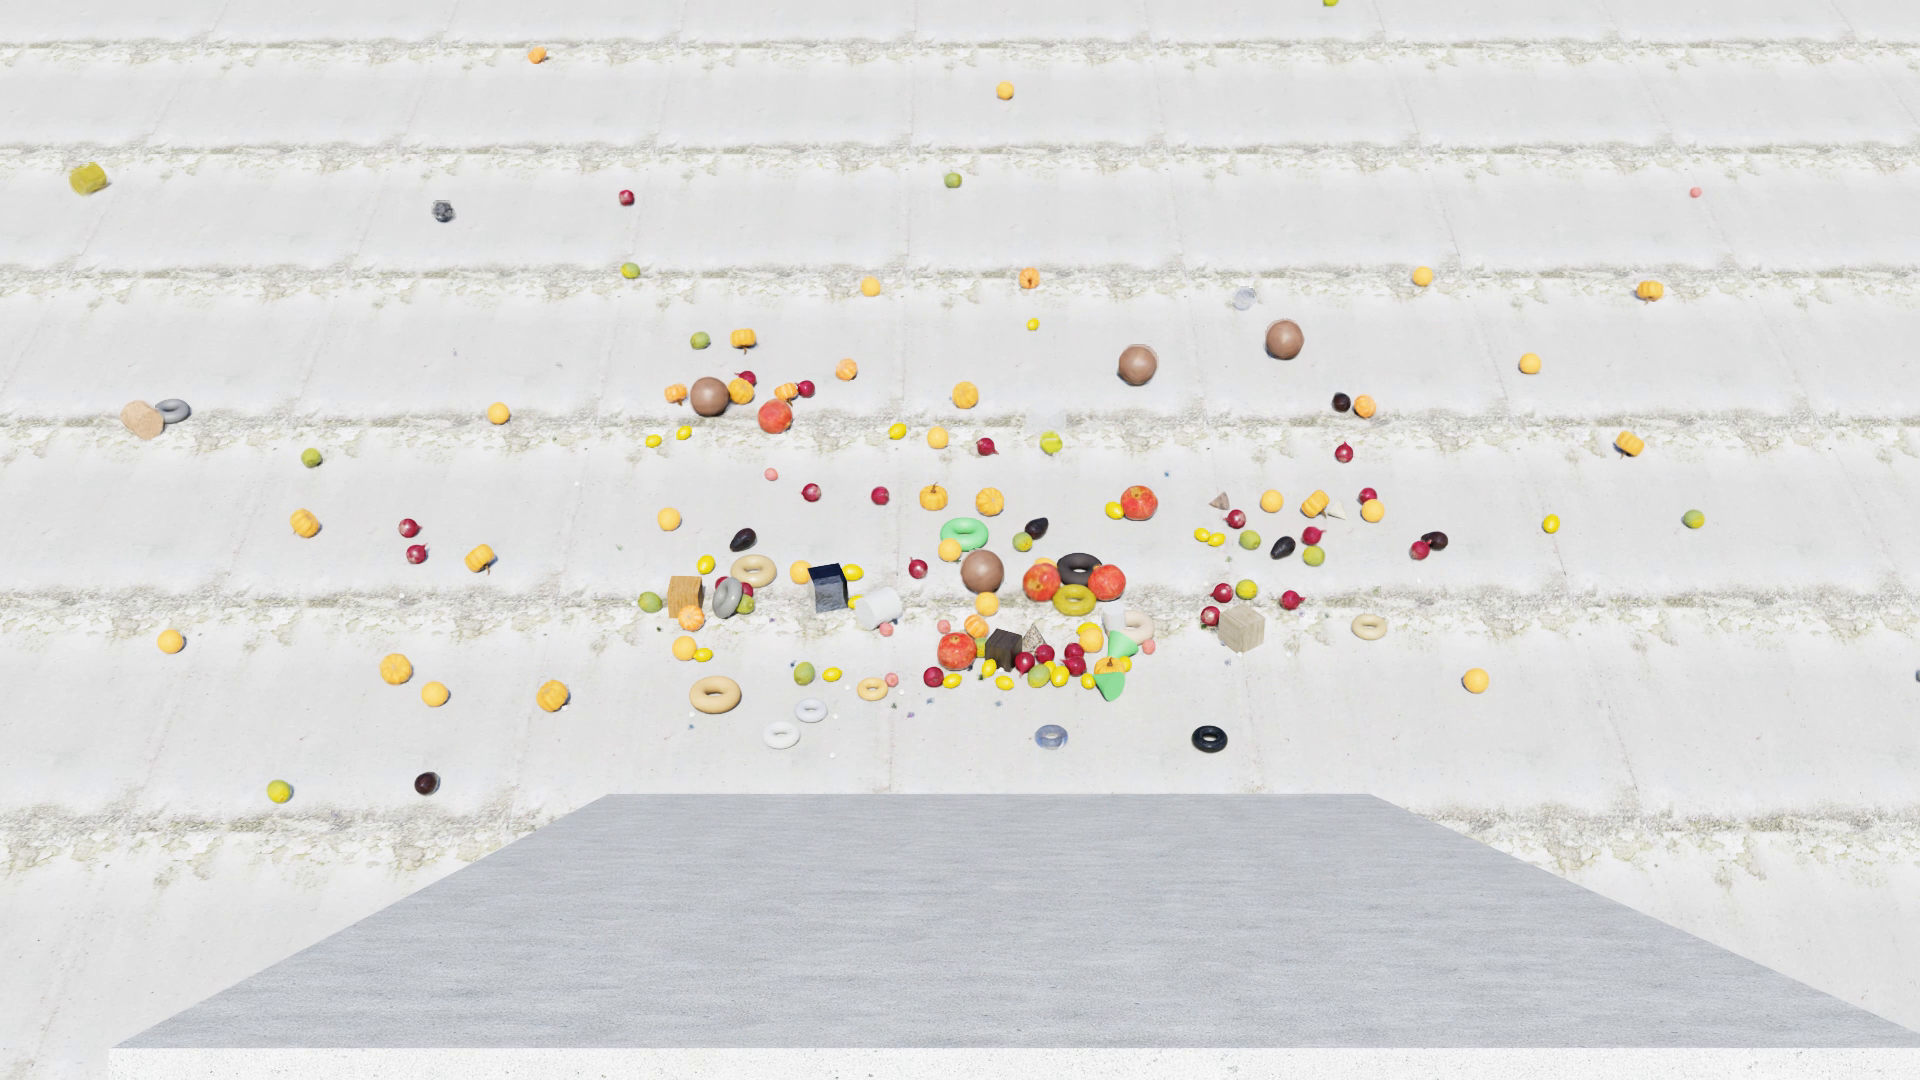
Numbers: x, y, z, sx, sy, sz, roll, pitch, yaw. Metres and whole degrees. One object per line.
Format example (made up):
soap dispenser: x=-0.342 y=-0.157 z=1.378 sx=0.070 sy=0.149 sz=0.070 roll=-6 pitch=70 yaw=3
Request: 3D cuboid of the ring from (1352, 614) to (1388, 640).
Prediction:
ring: x=1.187 y=0.252 z=7.529 sx=0.104 sy=0.035 sz=0.104 roll=0 pitch=36 yaw=0

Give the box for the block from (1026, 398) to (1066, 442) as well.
block: x=0.279 y=-0.390 z=8.411 sx=0.092 sy=0.092 sz=0.092 roll=29 pitch=44 yaw=35

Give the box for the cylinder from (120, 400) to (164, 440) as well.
cylinder: x=-2.647 y=-0.388 z=8.403 sx=0.098 sy=0.098 sz=0.098 roll=-28 pitch=43 yaw=-34

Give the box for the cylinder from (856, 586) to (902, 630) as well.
cylinder: x=-0.236 y=0.198 z=7.552 sx=0.098 sy=0.098 sz=0.098 roll=-24 pitch=41 yaw=-31

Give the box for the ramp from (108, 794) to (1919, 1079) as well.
ramp: x=0.076 y=0.659 z=4.815 sx=2.000 sy=0.100 sz=4.000 roll=0 pitch=-2 yaw=0

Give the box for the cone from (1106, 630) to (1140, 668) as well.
cone: x=0.443 y=0.328 z=7.410 sx=0.099 sy=0.099 sz=0.099 roll=24 pitch=68 yaw=31

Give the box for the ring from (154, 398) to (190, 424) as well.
ring: x=-2.584 y=-0.422 z=8.504 sx=0.120 sy=0.040 sz=0.120 roll=1 pitch=35 yaw=0

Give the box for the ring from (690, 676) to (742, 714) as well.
ring: x=-0.684 y=0.432 z=7.255 sx=0.146 sy=0.049 sz=0.146 roll=0 pitch=33 yaw=0

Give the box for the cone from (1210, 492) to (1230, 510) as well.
cone: x=0.798 y=-0.117 z=8.071 sx=0.060 sy=0.060 sz=0.060 roll=-14 pitch=27 yaw=29

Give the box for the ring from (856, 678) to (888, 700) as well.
ring: x=-0.246 y=0.418 z=7.292 sx=0.089 sy=0.030 sz=0.089 roll=-1 pitch=35 yaw=1

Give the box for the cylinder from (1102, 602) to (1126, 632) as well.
cylinder: x=0.445 y=0.220 z=7.468 sx=0.063 sy=0.063 sz=0.063 roll=-5 pitch=36 yaw=4

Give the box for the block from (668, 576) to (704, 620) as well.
block: x=-0.804 y=0.168 z=7.602 sx=0.090 sy=0.090 sz=0.090 roll=2 pitch=35 yaw=2

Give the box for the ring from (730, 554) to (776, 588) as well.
ring: x=-0.616 y=0.093 z=7.750 sx=0.139 sy=0.046 sz=0.139 roll=0 pitch=36 yaw=0

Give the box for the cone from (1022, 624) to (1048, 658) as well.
cone: x=0.210 y=0.274 z=7.447 sx=0.092 sy=0.092 sz=0.092 roll=0 pitch=35 yaw=0

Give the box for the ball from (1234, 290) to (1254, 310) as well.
ball: x=0.994 y=-0.840 z=9.079 sx=0.075 sy=0.075 sz=0.075 roll=0 pitch=35 yaw=0

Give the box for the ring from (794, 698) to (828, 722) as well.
ring: x=-0.414 y=0.473 z=7.211 sx=0.093 sy=0.031 sz=0.093 roll=1 pitch=33 yaw=-1

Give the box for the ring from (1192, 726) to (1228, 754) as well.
ring: x=0.683 y=0.545 z=7.105 sx=0.101 sy=0.034 sz=0.101 roll=1 pitch=35 yaw=-1

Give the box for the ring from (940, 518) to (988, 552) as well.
ring: x=0.013 y=-0.018 z=7.908 sx=0.149 sy=0.050 sz=0.149 roll=0 pitch=33 yaw=0

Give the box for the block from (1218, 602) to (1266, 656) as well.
block: x=0.810 y=0.255 z=7.472 sx=0.093 sy=0.093 sz=0.093 roll=-22 pitch=40 yaw=-29

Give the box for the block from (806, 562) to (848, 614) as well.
block: x=-0.390 y=0.141 z=7.634 sx=0.098 sy=0.098 sz=0.098 roll=-10 pitch=36 yaw=-14

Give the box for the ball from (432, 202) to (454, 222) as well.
ball: x=-1.914 y=-1.216 z=9.623 sx=0.077 sy=0.077 sz=0.077 roll=0 pitch=35 yaw=0

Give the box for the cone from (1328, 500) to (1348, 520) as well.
cone: x=1.177 y=-0.081 z=8.018 sx=0.061 sy=0.061 sz=0.061 roll=46 pitch=50 yaw=13

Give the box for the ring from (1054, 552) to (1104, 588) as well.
ring: x=0.357 y=0.091 z=7.750 sx=0.148 sy=0.049 sz=0.148 roll=1 pitch=36 yaw=-1

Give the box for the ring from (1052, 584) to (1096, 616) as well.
ring: x=0.336 y=0.177 z=7.630 sx=0.131 sy=0.044 sz=0.131 roll=1 pitch=34 yaw=-1

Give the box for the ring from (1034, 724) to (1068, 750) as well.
ring: x=0.251 y=0.540 z=7.114 sx=0.095 sy=0.032 sz=0.095 roll=-1 pitch=34 yaw=1

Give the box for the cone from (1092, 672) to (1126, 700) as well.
cone: x=0.401 y=0.394 z=7.282 sx=0.088 sy=0.088 sz=0.088 roll=24 pitch=41 yaw=39

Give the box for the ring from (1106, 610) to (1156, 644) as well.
ring: x=0.492 y=0.254 z=7.515 sx=0.146 sy=0.049 sz=0.146 roll=0 pitch=33 yaw=0

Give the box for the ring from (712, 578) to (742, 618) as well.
ring: x=-0.681 y=0.168 z=7.590 sx=0.042 sy=0.126 sz=0.126 roll=25 pitch=23 yaw=-29

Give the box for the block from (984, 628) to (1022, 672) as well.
block: x=0.124 y=0.315 z=7.397 sx=0.081 sy=0.081 sz=0.081 roll=15 pitch=37 yaw=20

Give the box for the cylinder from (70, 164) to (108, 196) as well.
cylinder: x=-3.295 y=-1.362 z=9.820 sx=0.094 sy=0.094 sz=0.094 roll=24 pitch=41 yaw=31

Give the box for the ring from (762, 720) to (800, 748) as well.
ring: x=-0.491 y=0.533 z=7.120 sx=0.106 sy=0.035 sz=0.106 roll=-1 pitch=34 yaw=1
